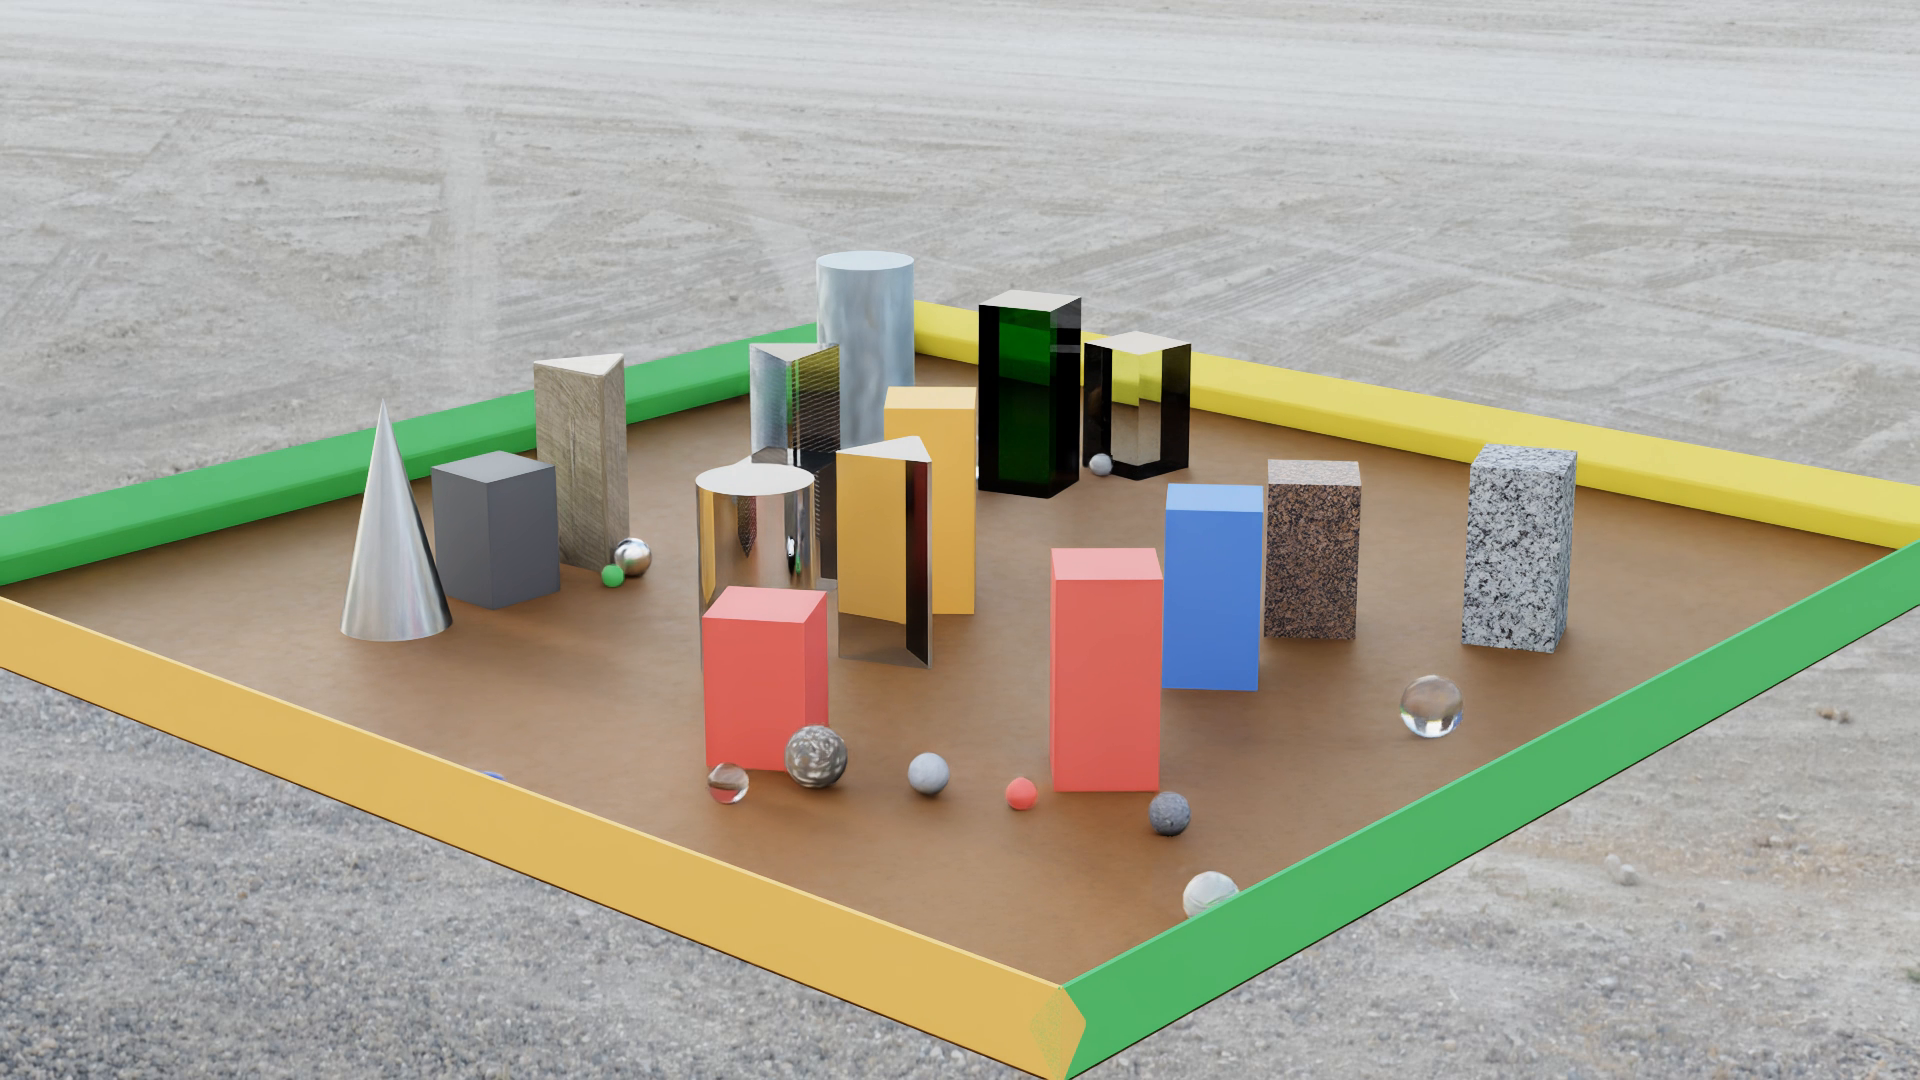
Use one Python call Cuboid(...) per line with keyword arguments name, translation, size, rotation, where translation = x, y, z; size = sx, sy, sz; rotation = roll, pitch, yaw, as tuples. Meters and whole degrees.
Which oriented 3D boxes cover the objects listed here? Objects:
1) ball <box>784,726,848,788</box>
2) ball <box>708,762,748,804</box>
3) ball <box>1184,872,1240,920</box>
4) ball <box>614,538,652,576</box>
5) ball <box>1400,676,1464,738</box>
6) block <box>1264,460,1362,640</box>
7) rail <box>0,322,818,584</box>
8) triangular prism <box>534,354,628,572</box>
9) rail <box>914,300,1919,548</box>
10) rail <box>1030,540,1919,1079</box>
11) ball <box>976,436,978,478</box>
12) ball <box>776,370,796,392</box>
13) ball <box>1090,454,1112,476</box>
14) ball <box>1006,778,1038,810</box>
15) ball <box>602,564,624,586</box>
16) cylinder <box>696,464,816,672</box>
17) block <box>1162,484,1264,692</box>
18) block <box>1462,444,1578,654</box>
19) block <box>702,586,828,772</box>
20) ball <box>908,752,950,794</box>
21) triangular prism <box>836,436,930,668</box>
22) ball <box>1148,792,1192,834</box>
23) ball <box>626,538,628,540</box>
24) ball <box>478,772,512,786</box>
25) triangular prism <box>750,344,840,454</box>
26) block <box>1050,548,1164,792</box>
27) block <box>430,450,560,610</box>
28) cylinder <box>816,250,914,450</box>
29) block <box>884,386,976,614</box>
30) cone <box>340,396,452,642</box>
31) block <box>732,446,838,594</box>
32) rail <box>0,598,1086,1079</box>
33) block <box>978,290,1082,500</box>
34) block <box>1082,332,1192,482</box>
Cuboid(name="ball", translation=(-0.208, 0.314, 4.243), size=(0.091, 0.091, 0.091), rotation=(0, 17, 0))
Cuboid(name="ball", translation=(-0.332, 0.347, 4.190), size=(0.059, 0.059, 0.059), rotation=(0, 17, 0))
Cuboid(name="ball", translation=(0.324, 0.464, 3.774), size=(0.074, 0.074, 0.074), rotation=(0, 17, 0))
Cuboid(name="ball", translation=(-0.583, 0.030, 5.223), size=(0.067, 0.067, 0.067), rotation=(0, 17, 0))
Cuboid(name="ball", translation=(0.714, 0.252, 4.441), size=(0.094, 0.094, 0.094), rotation=(0, 17, 0))
Cuboid(name="block", translation=(0.590, 0.015, 4.930), size=(0.151, 0.266, 0.151), rotation=(1, 17, 5))
Cuboid(name="rail", translation=(-0.966, -0.212, 5.923), size=(0.045, 0.123, 2.650), rotation=(14, 22, 39))
Cuboid(name="triangular prism", translation=(-0.652, -0.145, 5.288), size=(0.164, 0.365, 0.142), rotation=(12, 21, 35))
Cuboid(name="rail", translation=(0.853, -0.253, 6.061), size=(2.605, 0.123, 0.045), rotation=(14, 22, 39))
Cuboid(name="rail", translation=(0.966, 0.273, 4.318), size=(0.045, 0.123, 2.650), rotation=(14, 22, 39))
Cuboid(name="ball", translation=(0.022, -0.163, 5.828), size=(0.087, 0.087, 0.087), rotation=(0, 17, 0))
Cuboid(name="ball", translation=(-0.388, -0.356, 6.532), size=(0.049, 0.049, 0.049), rotation=(0, 17, 0))
Cuboid(name="ball", translation=(0.282, -0.150, 5.858), size=(0.046, 0.046, 0.046), rotation=(0, 17, 0))
Cuboid(name="ball", translation=(0.088, 0.361, 4.167), size=(0.045, 0.045, 0.045), rotation=(0, 17, 0))
Cuboid(name="ball", translation=(-0.611, 0.062, 5.163), size=(0.040, 0.040, 0.040), rotation=(0, 17, 0))
Cuboid(name="cylinder", translation=(-0.327, 0.054, 4.715), size=(0.189, 0.315, 0.189), rotation=(0, 17, 0))
Cuboid(name="block", translation=(0.404, 0.074, 4.683), size=(0.151, 0.295, 0.151), rotation=(2, 17, 5))
Cuboid(name="block", translation=(0.929, 0.012, 4.871), size=(0.151, 0.306, 0.151), rotation=(6, 18, 18))
Cuboid(name="block", translation=(-0.287, 0.205, 4.359), size=(0.151, 0.231, 0.151), rotation=(3, 17, 10))
Cuboid(name="ball", translation=(-0.045, 0.337, 4.221), size=(0.060, 0.060, 0.060), rotation=(0, 17, 0))
Cuboid(name="triangular prism", translation=(-0.098, 0.015, 4.789), size=(0.164, 0.348, 0.142), rotation=(6, 18, 20))
Cuboid(name="ball", translation=(0.291, 0.380, 4.078), size=(0.060, 0.060, 0.060), rotation=(0, 17, 0))
Cuboid(name="ball", translation=(-0.594, 0.021, 5.283), size=(0.050, 0.050, 0.050), rotation=(0, 17, 0))
Cuboid(name="ball", translation=(-0.663, 0.361, 4.120), size=(0.072, 0.072, 0.072), rotation=(0, 17, 0))
Cuboid(name="triangular prism", translation=(-0.329, -0.187, 5.454), size=(0.142, 0.349, 0.164), rotation=(10, 19, 29))
Cuboid(name="block", translation=(0.210, 0.188, 4.263), size=(0.151, 0.321, 0.151), rotation=(0, 17, -1))
Cuboid(name="block", translation=(-0.808, -0.018, 5.107), size=(0.151, 0.227, 0.151), rotation=(15, 22, 40))
Cuboid(name="cylinder", translation=(-0.184, -0.326, 5.739), size=(0.189, 0.450, 0.189), rotation=(0, 17, 0))
Cuboid(name="block", translation=(-0.050, -0.069, 5.042), size=(0.151, 0.362, 0.151), rotation=(0, 17, 1))
Cuboid(name="cone", translation=(-0.956, -0.048, 4.913), size=(0.189, 0.396, 0.189), rotation=(0, 17, 0))
Cuboid(name="block", translation=(-0.299, -0.026, 5.125), size=(0.151, 0.232, 0.151), rotation=(7, 18, 21))
Cuboid(name="rail", translation=(-0.853, 0.315, 4.180), size=(2.605, 0.123, 0.045), rotation=(14, 22, 39))
Cuboid(name="block", translation=(0.137, -0.287, 5.744), size=(0.151, 0.373, 0.151), rotation=(8, 18, 24))
Cuboid(name="block", translation=(0.355, -0.271, 5.891), size=(0.151, 0.257, 0.151), rotation=(-15, 23, -41))
